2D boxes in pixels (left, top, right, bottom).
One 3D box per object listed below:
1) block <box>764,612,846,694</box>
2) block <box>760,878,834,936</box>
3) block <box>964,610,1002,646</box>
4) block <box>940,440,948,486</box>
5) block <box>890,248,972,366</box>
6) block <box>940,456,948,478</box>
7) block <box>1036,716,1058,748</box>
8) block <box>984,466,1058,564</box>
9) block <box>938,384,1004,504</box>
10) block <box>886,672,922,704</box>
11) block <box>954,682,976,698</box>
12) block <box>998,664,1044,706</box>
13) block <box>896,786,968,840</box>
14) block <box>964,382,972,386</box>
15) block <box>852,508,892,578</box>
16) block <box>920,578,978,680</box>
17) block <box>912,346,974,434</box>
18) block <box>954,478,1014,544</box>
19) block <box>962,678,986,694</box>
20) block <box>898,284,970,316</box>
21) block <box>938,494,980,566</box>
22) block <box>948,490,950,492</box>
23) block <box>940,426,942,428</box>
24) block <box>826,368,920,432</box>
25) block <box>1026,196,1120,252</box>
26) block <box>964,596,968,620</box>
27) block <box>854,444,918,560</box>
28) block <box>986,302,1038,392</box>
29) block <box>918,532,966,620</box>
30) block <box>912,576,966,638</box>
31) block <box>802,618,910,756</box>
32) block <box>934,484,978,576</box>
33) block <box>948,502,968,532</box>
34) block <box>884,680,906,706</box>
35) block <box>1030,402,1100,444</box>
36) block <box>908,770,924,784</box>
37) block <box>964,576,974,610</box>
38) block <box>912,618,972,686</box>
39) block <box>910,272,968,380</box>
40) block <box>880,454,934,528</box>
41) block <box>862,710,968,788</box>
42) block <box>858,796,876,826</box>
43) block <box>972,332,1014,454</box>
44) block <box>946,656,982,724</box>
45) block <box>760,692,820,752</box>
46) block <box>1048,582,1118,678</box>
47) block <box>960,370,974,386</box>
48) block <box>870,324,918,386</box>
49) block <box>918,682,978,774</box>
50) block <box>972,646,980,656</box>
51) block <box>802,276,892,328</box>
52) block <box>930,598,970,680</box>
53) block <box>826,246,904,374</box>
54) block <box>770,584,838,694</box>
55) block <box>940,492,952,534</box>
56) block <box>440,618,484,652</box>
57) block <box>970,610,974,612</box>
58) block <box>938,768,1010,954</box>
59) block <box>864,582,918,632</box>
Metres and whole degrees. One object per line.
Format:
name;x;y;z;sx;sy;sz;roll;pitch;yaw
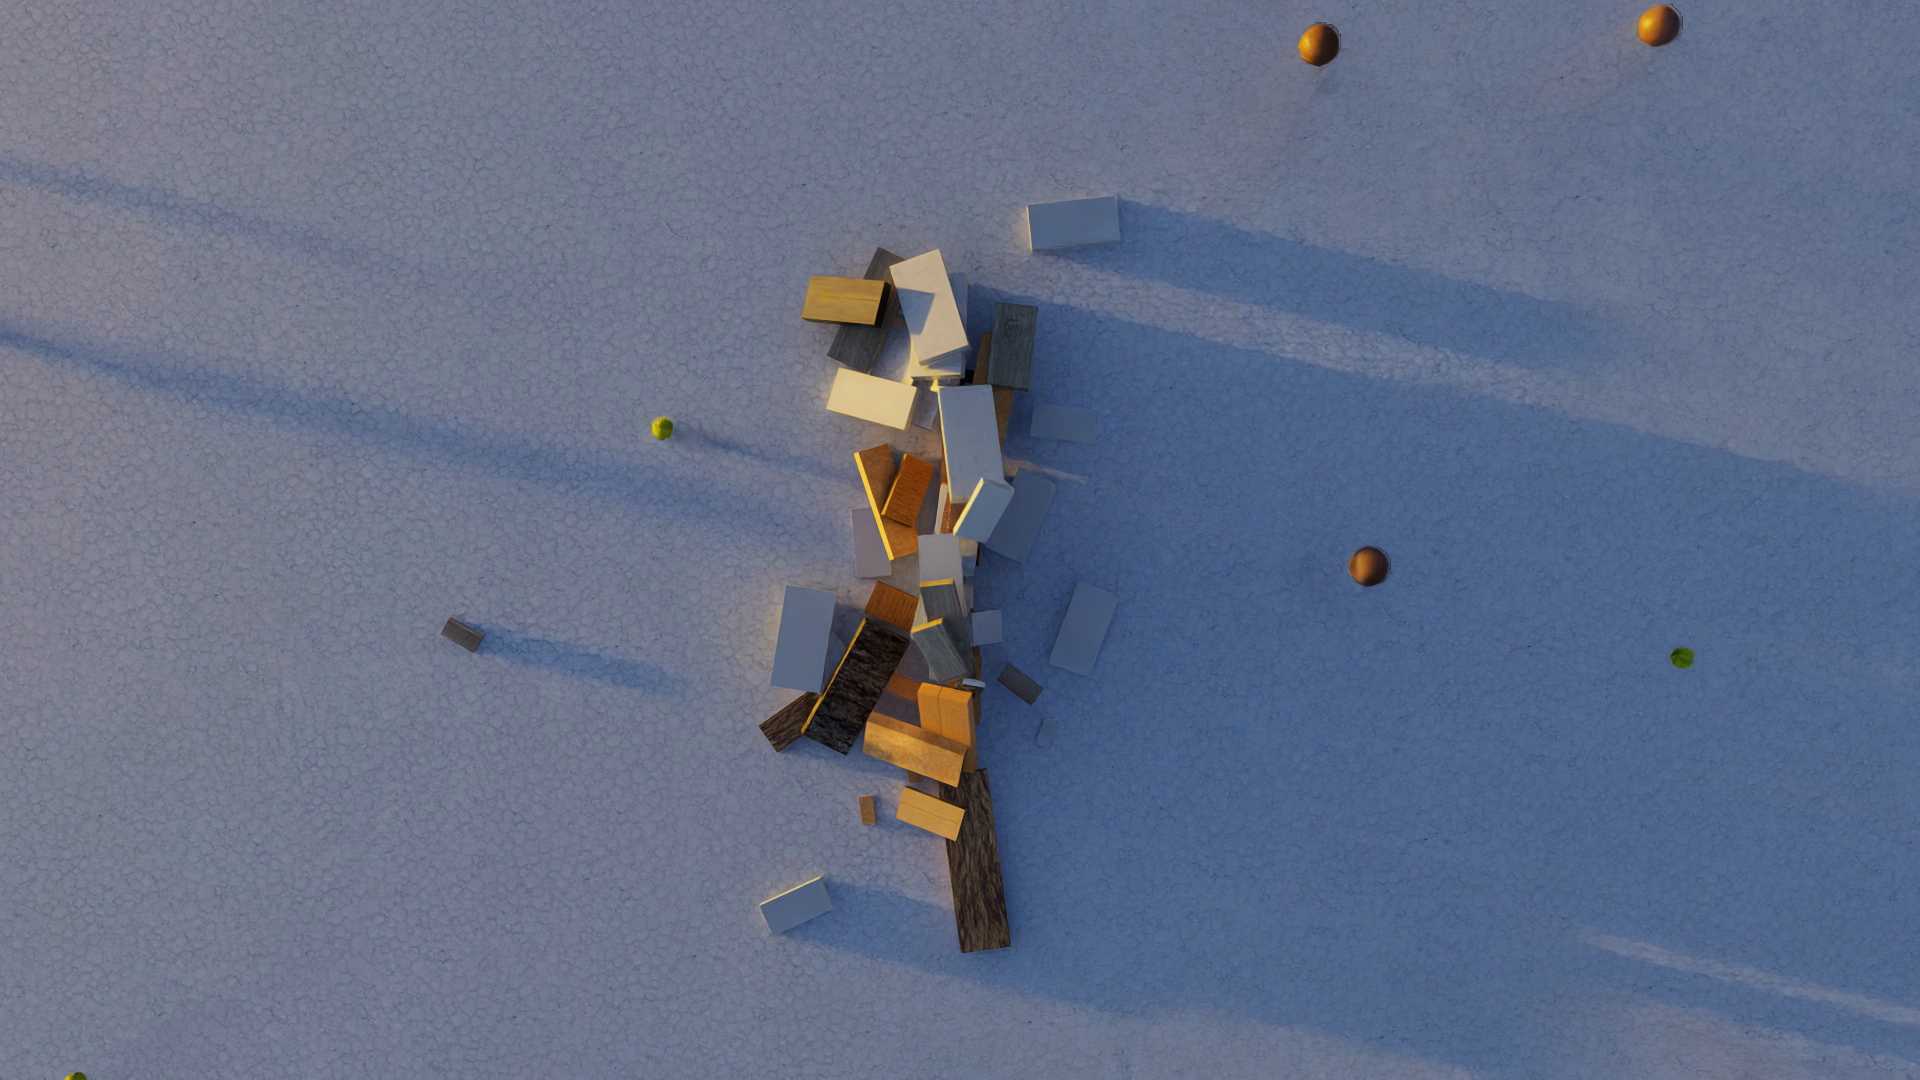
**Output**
block;-0.482;0.362;5.476;0.167;0.047;0.333;-39;90;0
block;-0.543;1.217;5.484;0.220;0.031;0.110;-24;90;0
block;0.076;0.287;5.398;0.030;0.214;0.107;-3;90;28
block;0.008;-0.222;5.432;0.143;0.040;0.285;3;70;0
block;-0.096;-0.752;5.339;0.172;0.049;0.344;-18;76;8
block;0.026;-0.332;5.401;0.140;0.040;0.279;9;79;-2
block;0.289;0.641;5.493;0.046;0.013;0.093;20;90;0
block;0.203;-0.081;5.480;0.144;0.041;0.288;24;90;0
block;0.036;-0.309;5.260;0.172;0.049;0.395;-4;65;-6
block;-0.176;0.492;5.473;0.126;0.018;0.063;23;90;0
block;0.013;0.485;5.305;0.071;0.142;0.020;14;77;0
block;0.201;0.480;5.490;0.142;0.020;0.071;37;89;0
block;-0.094;0.902;5.447;0.220;0.031;0.110;18;98;17
block;0.040;-0.453;5.455;0.065;0.018;0.130;6;81;-2
block;-0.294;0.008;5.484;0.114;0.032;0.228;-5;90;0
block;-0.035;0.286;5.204;0.107;0.030;0.360;-7;120;12
block;-0.083;-0.520;5.435;0.154;0.044;0.309;23;90;38
block;0.074;-0.091;5.178;0.108;0.031;0.217;16;125;-21
block;0.042;0.468;5.305;0.071;0.142;0.020;10;77;-1
block;-0.135;-0.811;5.478;0.309;0.044;0.154;16;90;0
block;-0.003;-0.051;5.407;0.143;0.040;0.285;3;58;0
block;0.004;-0.146;5.289;0.088;0.025;0.176;8;89;0
block;0.004;-0.302;5.296;0.088;0.025;0.176;-12;66;-10
block;-0.284;-0.462;5.419;0.288;0.041;0.144;16;88;20
block;0.377;-1.051;5.479;0.294;0.042;0.147;-6;90;0
block;-0.025;0.119;5.334;0.066;0.019;0.310;-4;58;-4
block;-0.237;-0.126;5.458;0.114;0.032;0.371;-18;90;-30
block;0.170;-0.632;5.385;0.139;0.040;0.279;7;79;-2
block;-0.057;0.114;5.237;0.132;0.037;0.264;-5;84;2
block;-0.062;0.185;5.335;0.132;0.037;0.307;10;61;5
block;-0.344;0.483;5.433;0.167;0.047;0.434;28;96;-15
block;-0.008;-0.032;5.322;0.143;0.040;0.285;7;72;1
block;0.000;-0.089;5.237;0.066;0.019;0.131;7;106;-2
block;-0.226;0.484;5.491;0.126;0.018;0.063;44;90;0
block;0.346;-0.386;5.485;0.217;0.031;0.108;8;90;0
block;-0.152;0.760;5.493;0.046;0.013;0.093;-9;90;0
block;0.003;0.146;5.464;0.083;0.024;0.166;0;73;1
block;-0.057;0.354;5.212;0.107;0.030;0.214;-19;116;19
block;-0.069;-0.696;5.380;0.172;0.049;0.344;-1;79;16
block;-0.172;-0.162;5.445;0.108;0.031;0.217;25;78;-23
block;-0.148;0.684;5.399;0.337;0.168;0.048;19;45;9
block;-0.308;0.900;5.493;0.046;0.013;0.093;-8;90;0
block;0.100;-0.459;5.389;0.139;0.040;0.427;12;79;-1
block;0.012;0.490;5.393;0.111;0.031;0.221;2;89;0
block;-0.547;0.599;5.484;0.220;0.031;0.110;-35;90;0
block;0.410;0.295;5.480;0.144;0.041;0.288;20;90;0
block;0.030;-0.500;5.480;0.065;0.018;0.130;7;81;-2
block;-0.215;-0.544;5.453;0.154;0.044;0.309;23;90;20
block;-0.038;0.611;5.348;0.168;0.048;0.337;10;133;17
block;0.008;0.357;5.454;0.111;0.031;0.221;-2;74;0
block;-0.374;-0.780;5.399;0.294;0.042;0.147;10;83;31
block;-0.033;0.321;5.365;0.132;0.037;0.264;0;85;1
block;-0.287;-0.753;5.435;0.147;0.042;0.395;25;90;0
block;-0.514;0.325;5.429;0.167;0.047;0.333;9;90;0
block;-0.021;-0.081;5.259;0.066;0.019;0.131;11;106;-1
block;-1.657;0.316;5.491;0.126;0.018;0.063;29;90;0
block;0.004;0.247;5.457;0.083;0.024;0.167;0;67;1
block;0.046;1.063;5.476;0.168;0.048;0.589;-8;90;0
block;-0.192;0.233;5.484;0.228;0.032;0.114;24;90;0
